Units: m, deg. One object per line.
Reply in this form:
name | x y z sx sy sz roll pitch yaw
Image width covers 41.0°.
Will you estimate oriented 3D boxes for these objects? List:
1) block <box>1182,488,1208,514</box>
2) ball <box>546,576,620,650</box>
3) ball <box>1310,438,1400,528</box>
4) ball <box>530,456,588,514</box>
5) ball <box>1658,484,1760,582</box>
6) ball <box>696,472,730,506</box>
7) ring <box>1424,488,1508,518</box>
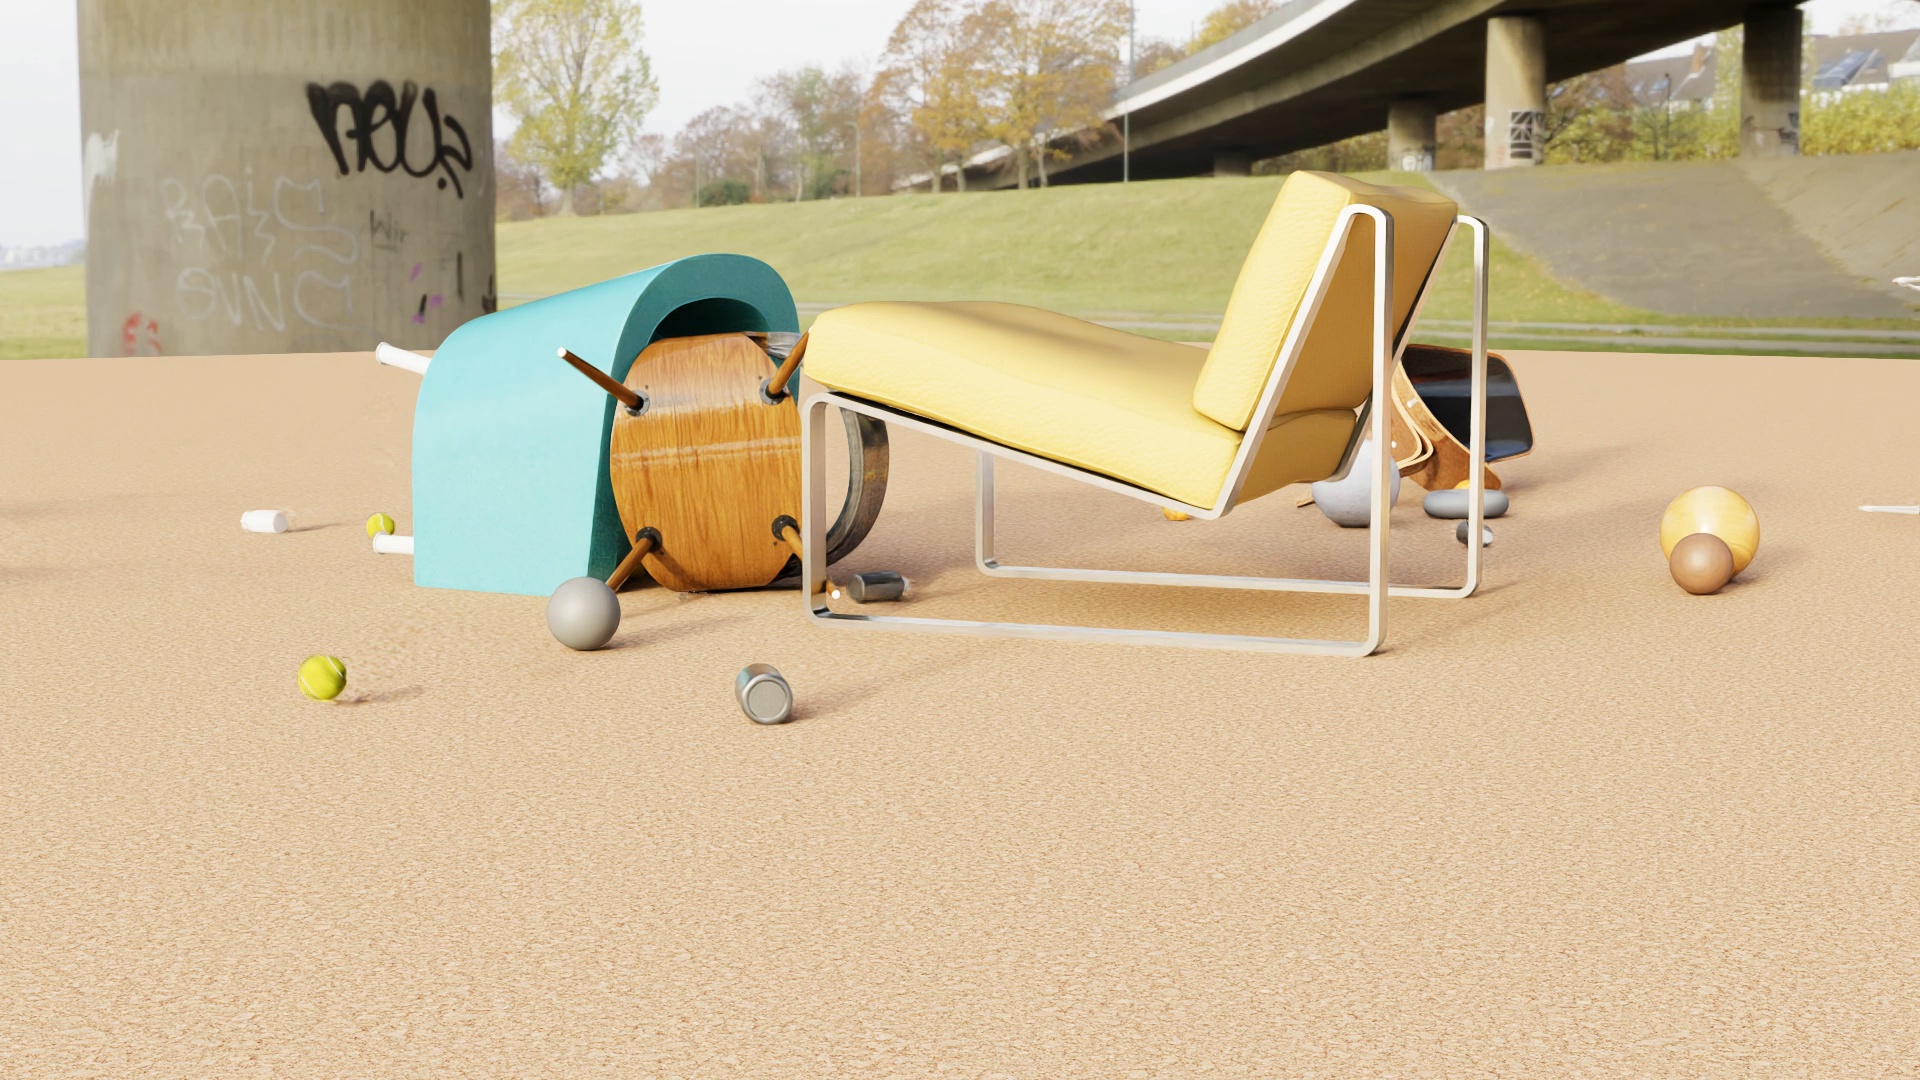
block | 0.655 -0.110 7.148 0.039 0.068 0.077 -2 6 -22
ball | -0.663 0.129 4.517 0.131 0.131 0.131 0 6 0
ball | 1.039 -0.151 6.737 0.234 0.234 0.234 0 6 0
ball | -1.112 -0.153 7.125 0.158 0.158 0.158 0 6 0
ball | 1.612 -0.014 5.519 0.210 0.210 0.210 0 6 0
ball | -0.711 -0.147 7.357 0.098 0.098 0.098 0 6 0
ring | 1.386 -0.099 7.031 0.217 0.072 0.271 4 6 42
